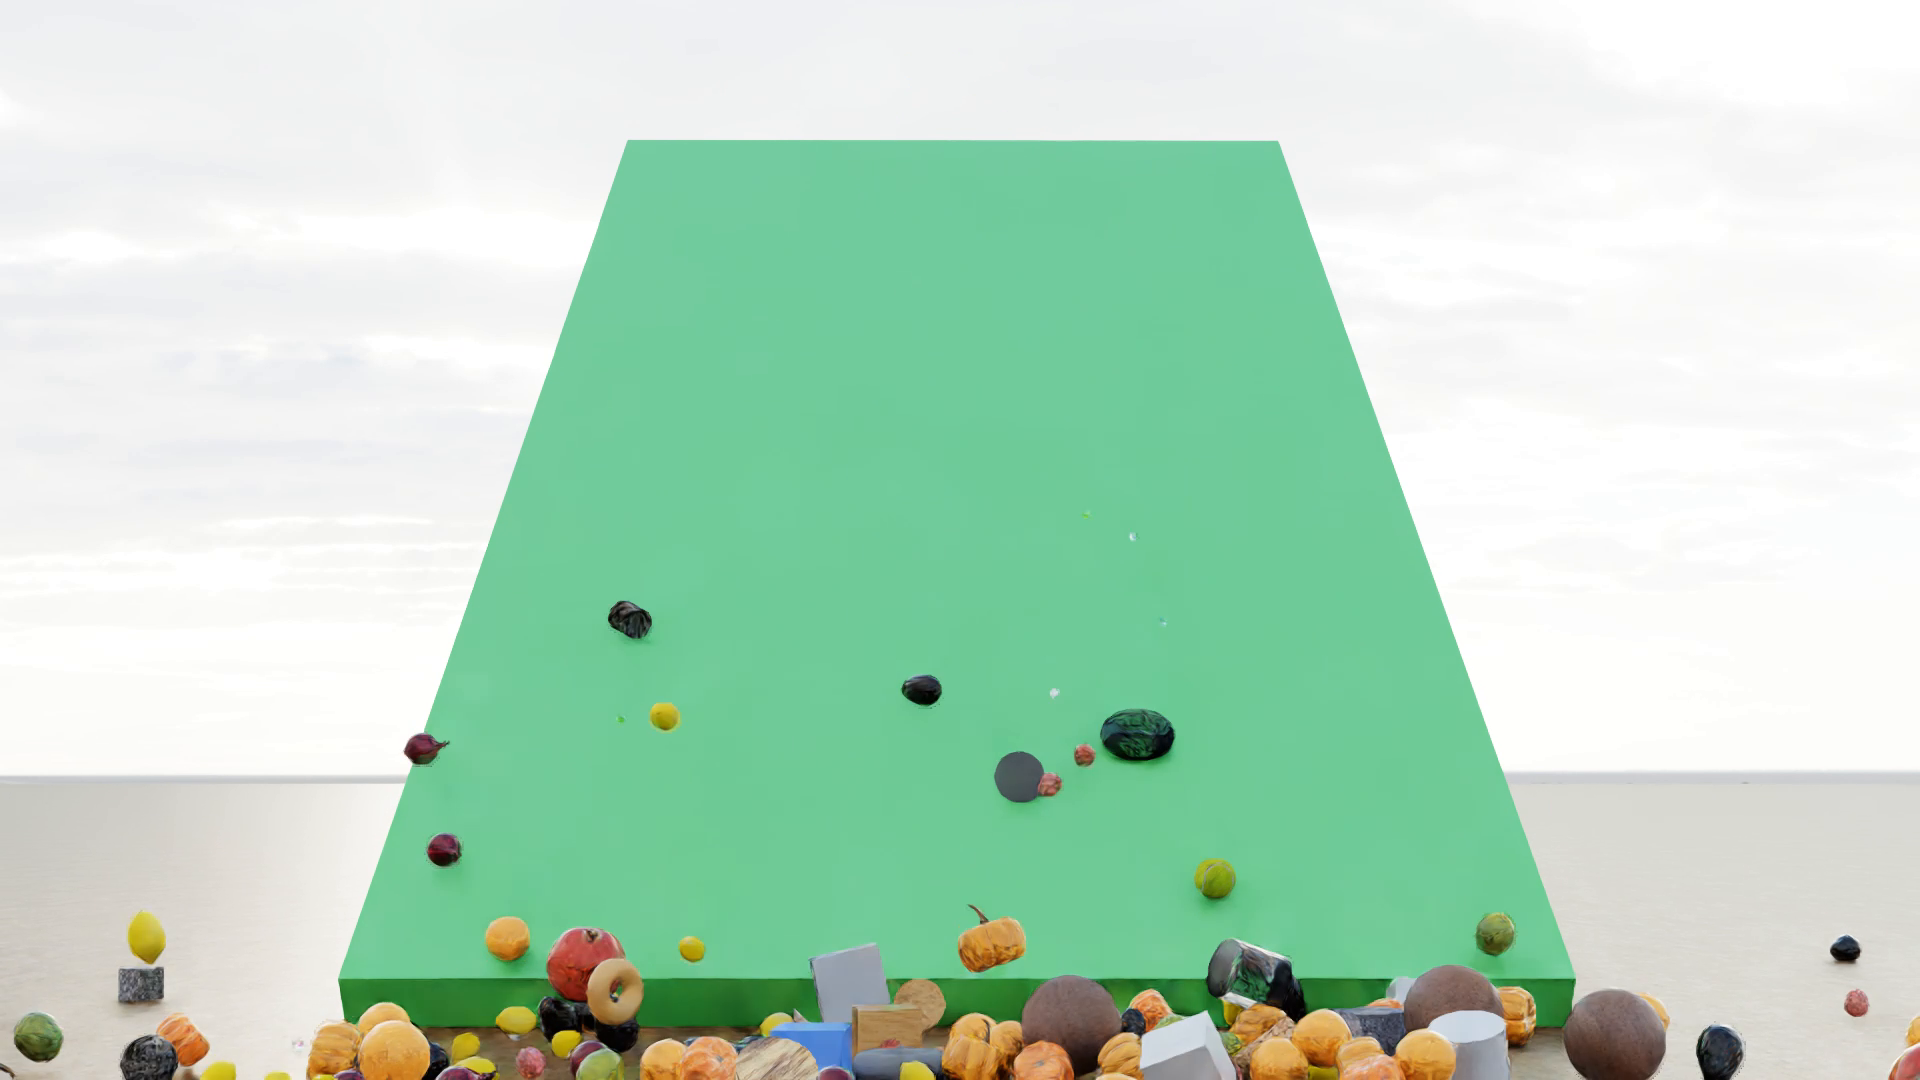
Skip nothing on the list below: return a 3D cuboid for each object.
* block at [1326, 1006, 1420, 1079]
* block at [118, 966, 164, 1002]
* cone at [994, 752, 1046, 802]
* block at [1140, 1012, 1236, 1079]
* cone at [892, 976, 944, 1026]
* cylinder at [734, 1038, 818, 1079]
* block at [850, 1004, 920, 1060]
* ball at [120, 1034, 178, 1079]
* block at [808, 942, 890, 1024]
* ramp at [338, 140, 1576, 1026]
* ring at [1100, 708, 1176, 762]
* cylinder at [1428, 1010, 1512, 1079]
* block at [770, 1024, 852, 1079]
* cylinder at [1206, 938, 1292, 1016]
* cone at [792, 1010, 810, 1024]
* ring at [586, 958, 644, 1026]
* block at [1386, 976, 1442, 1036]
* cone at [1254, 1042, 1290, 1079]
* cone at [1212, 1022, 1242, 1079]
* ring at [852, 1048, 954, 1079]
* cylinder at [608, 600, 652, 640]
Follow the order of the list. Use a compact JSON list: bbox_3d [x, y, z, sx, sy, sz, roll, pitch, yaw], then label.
[{"bbox_3d":[0.560,0.683,3.251,0.090,0.090,0.090,2,-6,-21],"label":"block"},{"bbox_3d":[-1.499,0.812,4.393,0.058,0.058,0.058,-4,-6,38],"label":"block"},{"bbox_3d":[0.118,0.424,4.346,0.093,0.093,0.093,-1,1,14],"label":"cone"},{"bbox_3d":[0.266,0.618,2.802,0.083,0.083,0.083,-23,13,13],"label":"block"},{"bbox_3d":[-0.062,0.687,3.540,0.075,0.075,0.075,0,-21,0],"label":"cone"},{"bbox_3d":[-0.203,0.601,2.596,0.088,0.088,0.088,8,33,-5],"label":"cylinder"},{"bbox_3d":[-0.104,0.694,3.340,0.087,0.087,0.087,1,-6,-9],"label":"block"},{"bbox_3d":[-1.054,0.680,3.122,0.071,0.071,0.071,0,-6,0],"label":"ball"},{"bbox_3d":[-0.163,0.660,3.565,0.100,0.100,0.100,-12,-6,-8],"label":"block"},{"bbox_3d":[-0.012,-0.217,5.650,2.000,0.100,4.000,0,29,0],"label":"ramp"},{"bbox_3d":[0.330,0.361,4.456,0.139,0.046,0.139,-1,29,0],"label":"ring"},{"bbox_3d":[0.626,0.638,2.941,0.092,0.092,0.092,-8,12,2],"label":"cylinder"},{"bbox_3d":[-0.187,0.660,3.023,0.091,0.091,0.091,-1,-6,5],"label":"block"},{"bbox_3d":[0.407,0.614,3.377,0.087,0.087,0.087,22,-13,-20],"label":"cylinder"},{"bbox_3d":[-0.206,0.667,3.210,0.087,0.087,0.087,-24,-6,-3],"label":"cone"},{"bbox_3d":[-0.479,0.628,3.336,0.031,0.094,0.094,-8,-9,41],"label":"ring"},{"bbox_3d":[0.705,0.724,3.729,0.069,0.069,0.069,6,-26,-2],"label":"block"},{"bbox_3d":[0.395,0.671,3.040,0.072,0.072,0.072,0,-6,0],"label":"cone"},{"bbox_3d":[0.317,0.654,3.006,0.099,0.099,0.099,0,-6,0],"label":"cone"},{"bbox_3d":[-0.077,0.698,3.170,0.137,0.046,0.137,-1,-7,0],"label":"ring"},{"bbox_3d":[-0.657,0.159,4.781,0.062,0.062,0.062,6,13,-44],"label":"cylinder"}]
